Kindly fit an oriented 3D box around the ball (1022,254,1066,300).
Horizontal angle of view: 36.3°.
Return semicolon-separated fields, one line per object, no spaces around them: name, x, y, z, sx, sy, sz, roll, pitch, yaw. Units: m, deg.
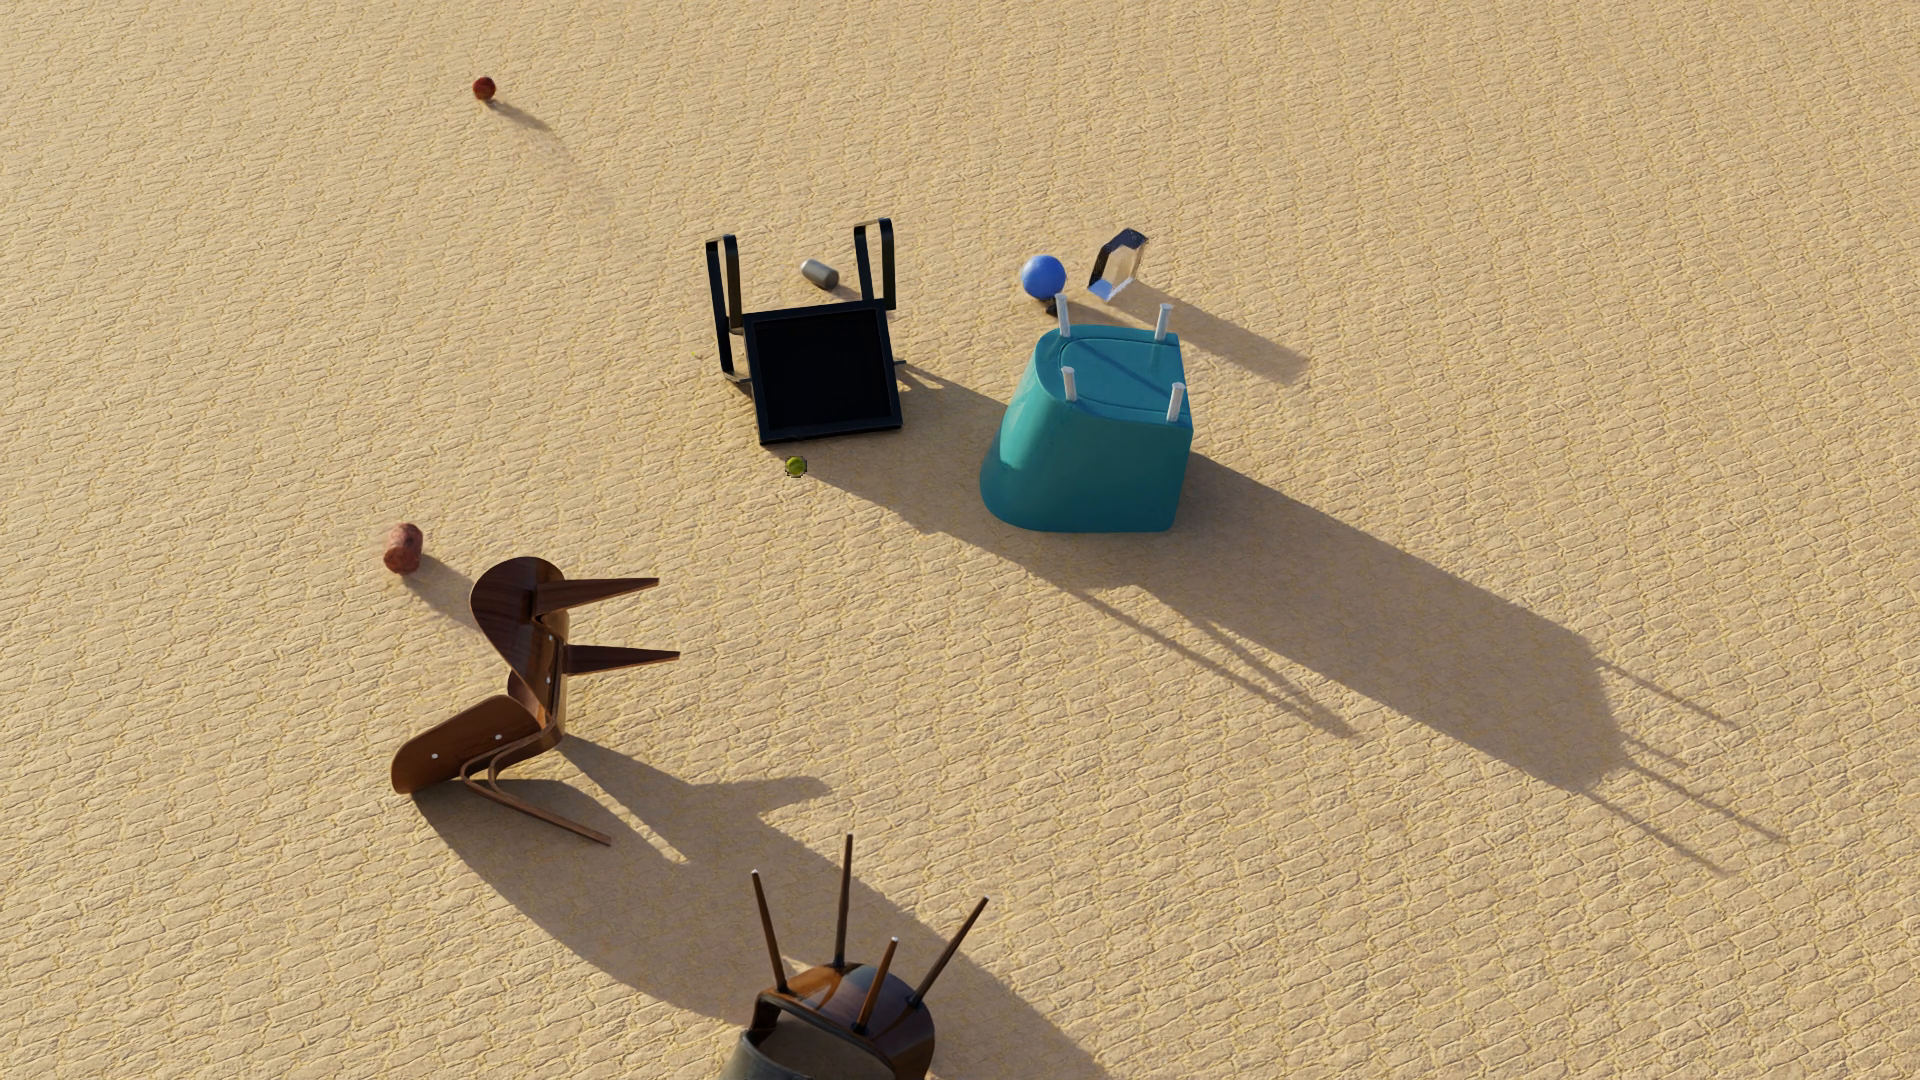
ball;0.356;-1.117;12.465;0.192;0.192;0.192;0;33;0

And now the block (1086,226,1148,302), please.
block;0.673;-1.178;12.510;0.105;0.224;0.236;33;43;16

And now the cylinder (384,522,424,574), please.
cylinder;-2.046;0.032;10.786;0.131;0.120;0.164;19;30;-16
